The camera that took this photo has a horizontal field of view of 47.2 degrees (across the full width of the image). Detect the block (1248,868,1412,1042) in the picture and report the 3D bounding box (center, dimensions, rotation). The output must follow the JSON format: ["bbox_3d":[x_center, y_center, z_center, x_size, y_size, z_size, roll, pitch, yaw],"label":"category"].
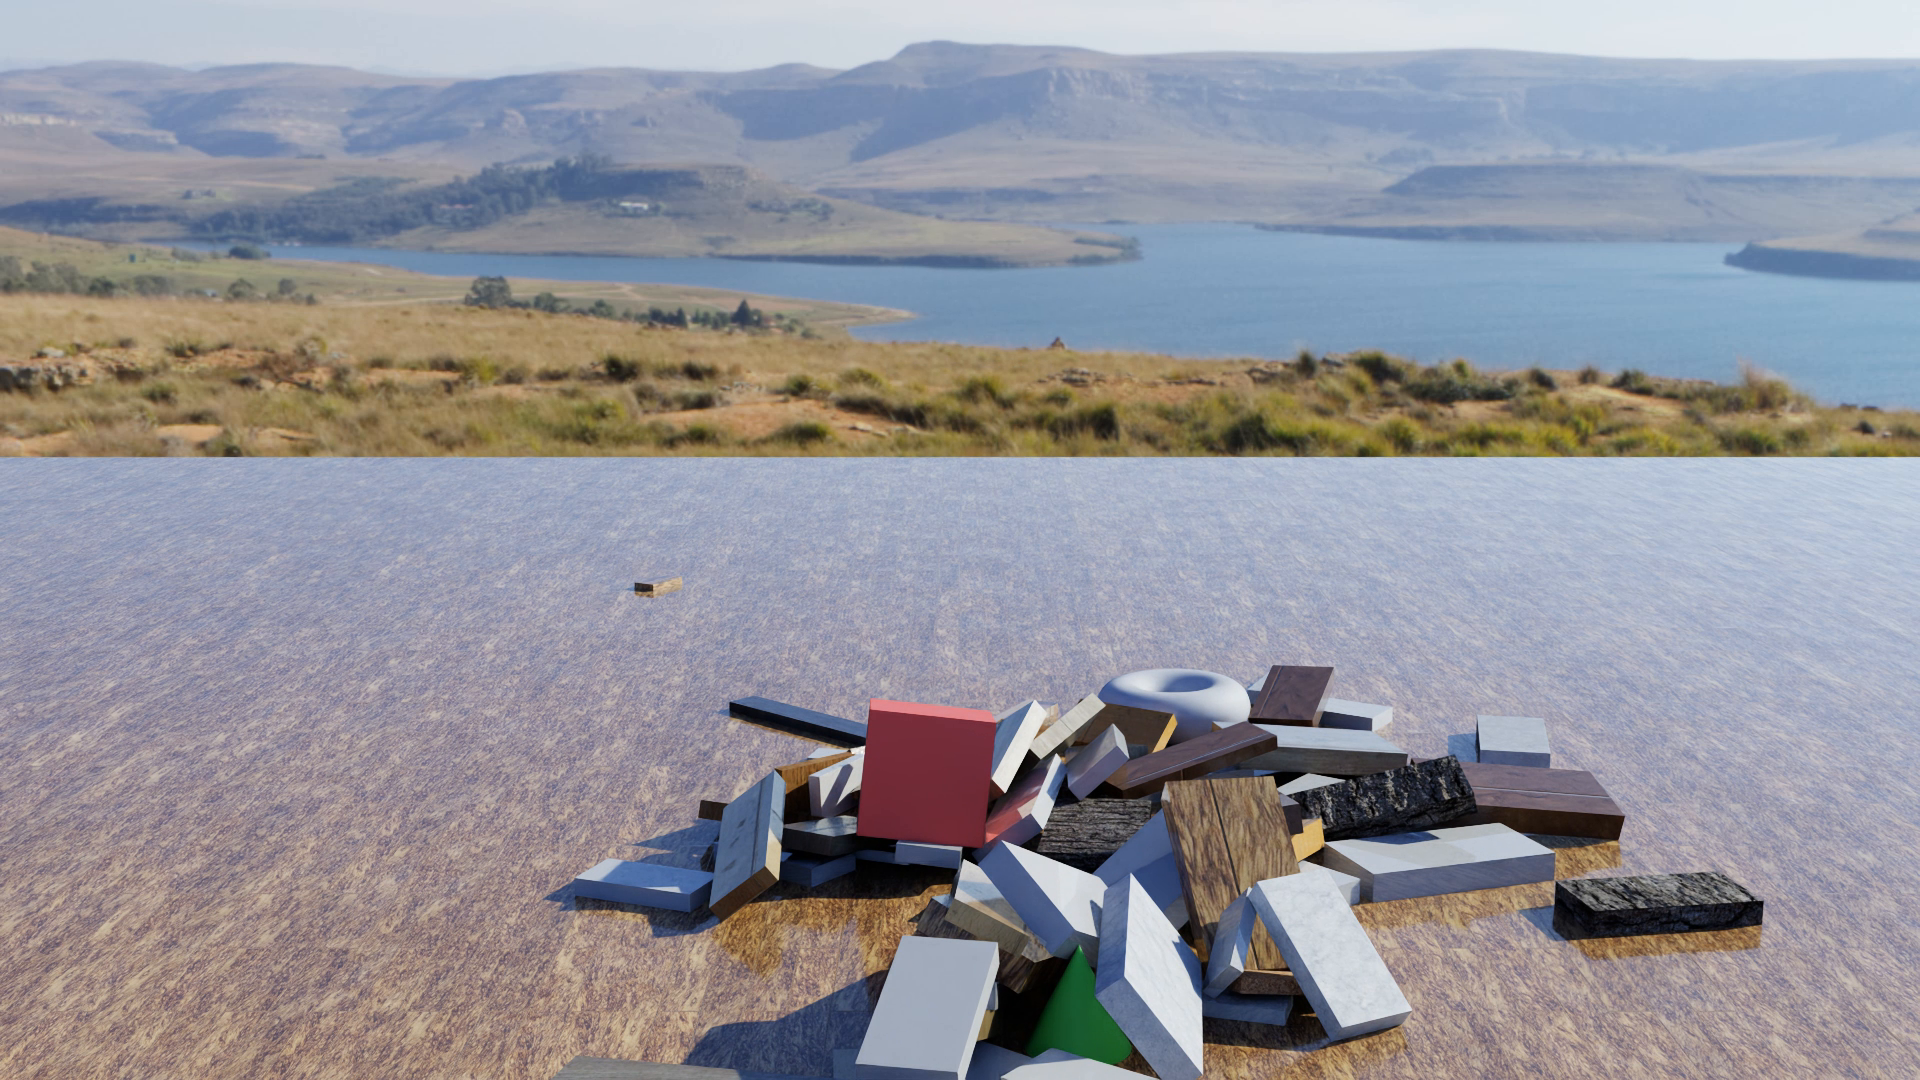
[{"bbox_3d":[0.530,0.593,3.164,0.126,0.036,0.252,-6,48,-28],"label":"block"}]

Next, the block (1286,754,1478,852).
[{"bbox_3d":[0.729,0.469,3.886,0.335,0.041,0.144,-14,22,4],"label":"block"}]

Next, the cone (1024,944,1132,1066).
[{"bbox_3d":[0.164,0.631,3.041,0.149,0.149,0.149,0,11,0],"label":"cone"}]

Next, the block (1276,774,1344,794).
[{"bbox_3d":[0.656,0.485,4.160,0.097,0.027,0.193,8,13,36],"label":"block"}]

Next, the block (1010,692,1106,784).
[{"bbox_3d":[0.175,0.396,4.249,0.037,0.129,0.258,44,37,10],"label":"block"}]

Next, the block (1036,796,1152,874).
[{"bbox_3d":[0.235,0.514,3.785,0.173,0.049,0.394,1,7,7],"label":"block"}]

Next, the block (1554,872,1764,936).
[{"bbox_3d":[1.132,0.588,3.567,0.288,0.041,0.144,-2,11,-10],"label":"block"}]

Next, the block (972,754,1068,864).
[{"bbox_3d":[0.110,0.484,3.949,0.129,0.037,0.371,-36,3,14],"label":"block"}]

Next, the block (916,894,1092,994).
[{"bbox_3d":[0.081,0.572,3.195,0.173,0.049,0.346,29,6,20],"label":"block"}]

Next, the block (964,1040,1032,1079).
[{"bbox_3d":[0.170,0.733,2.807,0.526,0.033,0.116,9,14,39],"label":"block"}]

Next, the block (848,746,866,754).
[{"bbox_3d":[-0.122,0.417,4.353,0.086,0.024,0.345,-34,-17,37],"label":"block"}]

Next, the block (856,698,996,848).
[{"bbox_3d":[-0.061,0.403,3.829,0.215,0.215,0.215,6,1,-2],"label":"block"}]

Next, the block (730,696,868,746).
[{"bbox_3d":[-0.293,0.392,4.678,0.516,0.021,0.073,10,14,42],"label":"block"}]

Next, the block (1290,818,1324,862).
[{"bbox_3d":[0.466,0.528,3.681,0.172,0.049,0.345,-8,0,30],"label":"block"}]

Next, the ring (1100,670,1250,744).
[{"bbox_3d":[0.451,0.352,4.660,0.326,0.109,0.326,-1,10,0],"label":"ring"}]

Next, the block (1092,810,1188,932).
[{"bbox_3d":[0.323,0.528,3.482,0.175,0.050,0.351,10,39,47],"label":"block"}]

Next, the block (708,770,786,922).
[{"bbox_3d":[-0.355,0.510,3.708,0.117,0.033,0.389,-37,15,9],"label":"block"}]

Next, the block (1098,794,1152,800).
[{"bbox_3d":[0.288,0.475,4.135,0.143,0.020,0.072,11,49,45],"label":"block"}]

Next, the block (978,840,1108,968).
[{"bbox_3d":[0.168,0.541,3.179,0.172,0.049,0.345,48,8,31],"label":"block"}]

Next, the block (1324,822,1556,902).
[{"bbox_3d":[0.817,0.549,3.756,0.347,0.049,0.173,-4,11,-18],"label":"block"}]

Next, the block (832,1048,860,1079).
[{"bbox_3d":[-0.141,0.715,2.951,0.059,0.017,0.118,-1,11,-4],"label":"block"}]

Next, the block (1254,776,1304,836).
[{"bbox_3d":[0.473,0.476,3.862,0.175,0.050,0.416,-9,0,-2],"label":"block"}]

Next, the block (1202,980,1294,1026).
[{"bbox_3d":[0.399,0.669,3.184,0.155,0.022,0.077,3,11,17],"label":"block"}]

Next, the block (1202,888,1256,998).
[{"bbox_3d":[0.395,0.585,3.200,0.022,0.077,0.155,31,40,-6],"label":"block"}]

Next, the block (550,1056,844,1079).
[{"bbox_3d":[-0.230,0.712,2.737,0.642,0.036,0.126,-1,16,22],"label":"block"}]

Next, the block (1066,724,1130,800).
[{"bbox_3d":[0.253,0.408,4.059,0.117,0.033,0.234,-41,2,5],"label":"block"}]

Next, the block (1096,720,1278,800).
[{"bbox_3d":[0.426,0.417,4.144,0.363,0.027,0.097,-15,21,-29],"label":"block"}]

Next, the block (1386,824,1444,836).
[{"bbox_3d":[0.846,0.491,4.066,0.444,0.049,0.173,-8,13,-37],"label":"block"}]

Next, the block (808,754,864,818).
[{"bbox_3d":[-0.223,0.463,4.116,0.024,0.086,0.172,2,10,30],"label":"block"}]

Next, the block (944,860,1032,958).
[{"bbox_3d":[0.043,0.517,3.100,0.116,0.033,0.231,27,6,1],"label":"block"}]

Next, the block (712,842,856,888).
[{"bbox_3d":[-0.305,0.548,3.809,0.229,0.032,0.114,8,13,37],"label":"block"}]
